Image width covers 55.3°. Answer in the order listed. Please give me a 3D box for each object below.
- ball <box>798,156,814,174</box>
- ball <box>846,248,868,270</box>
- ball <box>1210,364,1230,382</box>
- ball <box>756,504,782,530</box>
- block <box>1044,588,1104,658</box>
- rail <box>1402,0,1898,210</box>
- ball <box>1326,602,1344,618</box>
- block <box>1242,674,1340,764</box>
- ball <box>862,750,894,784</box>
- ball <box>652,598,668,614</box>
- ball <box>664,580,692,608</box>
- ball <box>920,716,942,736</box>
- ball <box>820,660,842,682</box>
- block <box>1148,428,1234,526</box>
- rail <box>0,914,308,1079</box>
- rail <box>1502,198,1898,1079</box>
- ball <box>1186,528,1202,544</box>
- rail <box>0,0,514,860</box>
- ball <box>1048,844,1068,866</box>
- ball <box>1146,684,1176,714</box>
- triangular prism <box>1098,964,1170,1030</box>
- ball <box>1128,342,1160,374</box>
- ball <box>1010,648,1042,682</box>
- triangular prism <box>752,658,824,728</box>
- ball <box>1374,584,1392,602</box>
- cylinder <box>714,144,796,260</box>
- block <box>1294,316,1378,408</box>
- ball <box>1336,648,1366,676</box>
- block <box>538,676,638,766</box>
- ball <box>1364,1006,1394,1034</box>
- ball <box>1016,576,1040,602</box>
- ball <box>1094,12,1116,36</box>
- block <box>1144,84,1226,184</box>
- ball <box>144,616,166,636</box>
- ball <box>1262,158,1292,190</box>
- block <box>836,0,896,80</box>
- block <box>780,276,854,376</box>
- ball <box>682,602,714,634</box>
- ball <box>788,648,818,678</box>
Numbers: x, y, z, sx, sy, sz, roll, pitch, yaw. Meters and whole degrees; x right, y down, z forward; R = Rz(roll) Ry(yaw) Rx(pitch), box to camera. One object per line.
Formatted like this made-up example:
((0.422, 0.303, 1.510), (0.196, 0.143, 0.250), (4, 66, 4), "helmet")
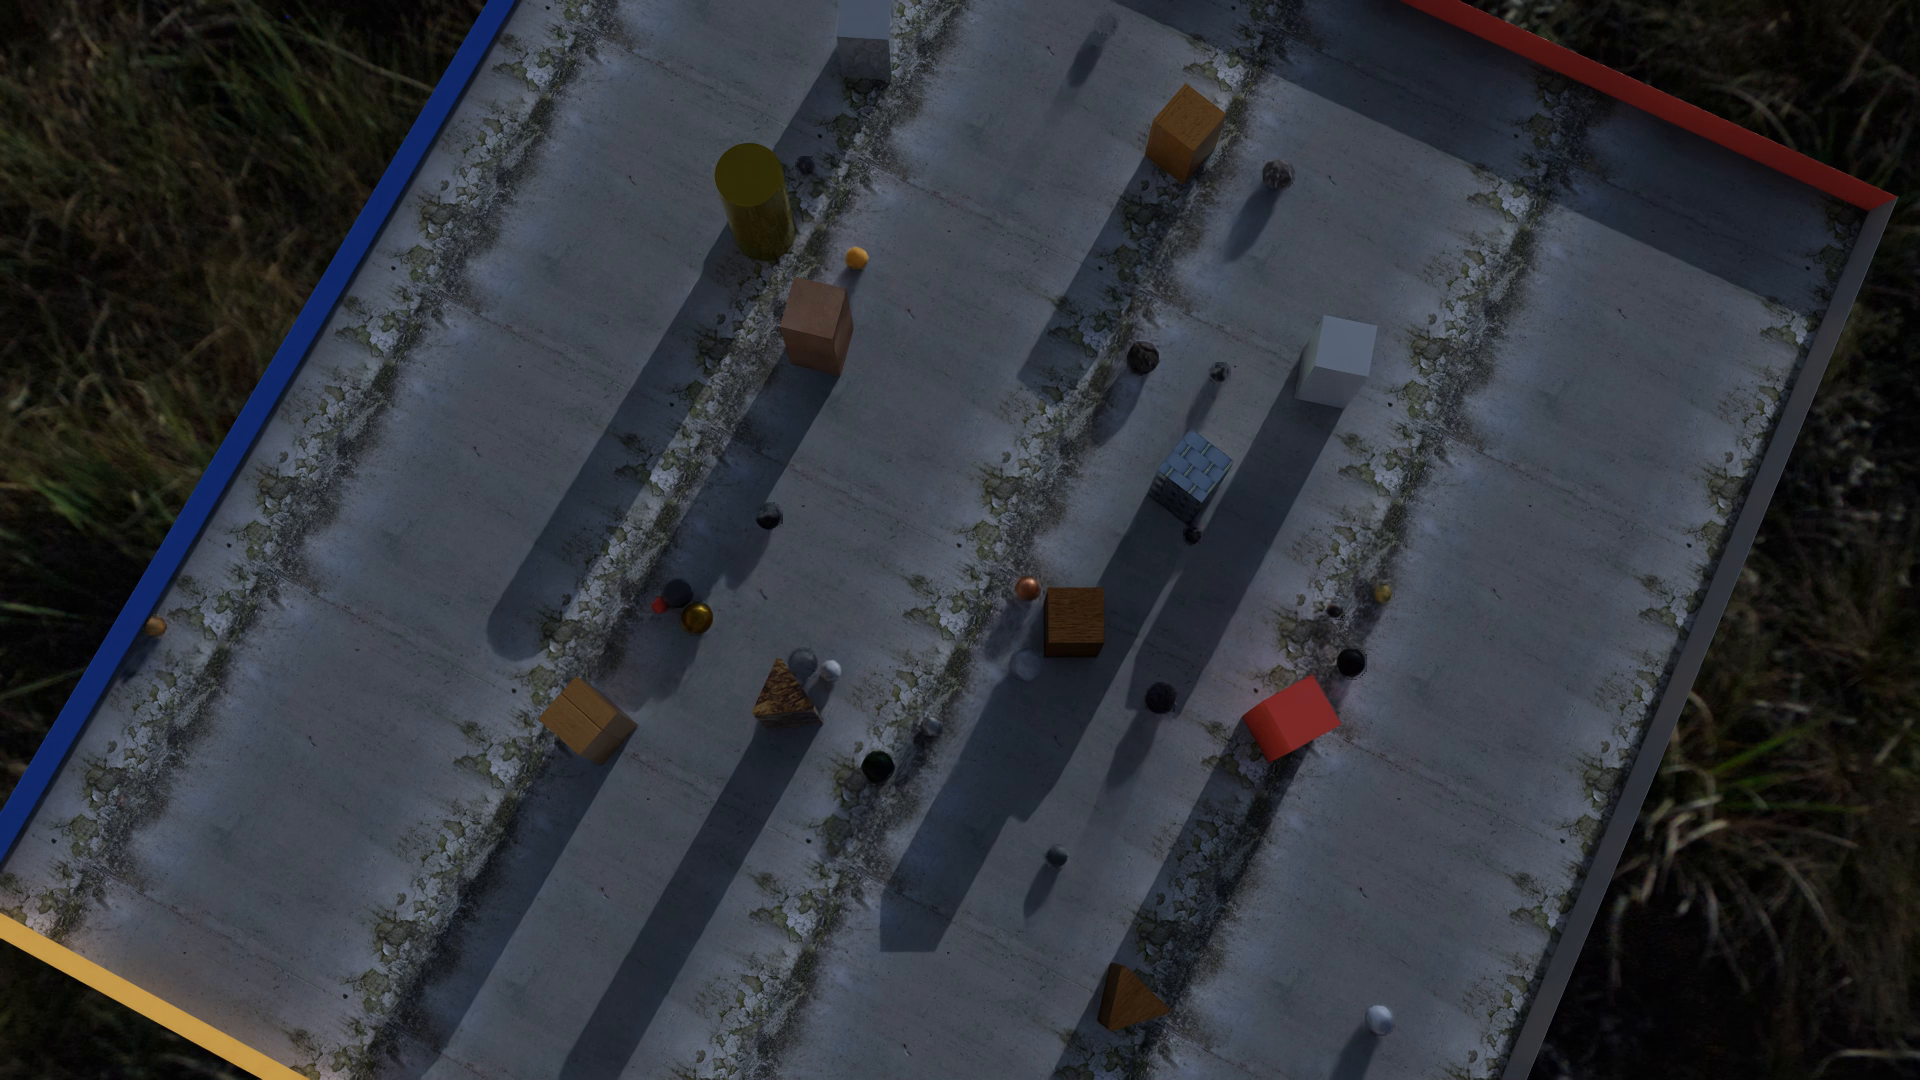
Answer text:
((-0.489, -1.192, 5.835), (0.055, 0.055, 0.055), (0, 78, 0), "ball")
((-0.322, -0.885, 5.765), (0.068, 0.068, 0.068), (0, 78, 0), "ball")
((0.807, -0.520, 5.694), (0.060, 0.060, 0.060), (0, 78, 0), "ball")
((-0.584, -0.071, 5.592), (0.077, 0.077, 0.077), (0, 78, 0), "ball")
((0.334, 0.246, 5.409), (0.160, 0.306, 0.160), (0, 78, 0), "block")
((1.008, -1.966, 5.956), (4.256, 0.130, 0.045), (26, 80, 5), "rail")
((1.135, 0.211, 5.547), (0.050, 0.050, 0.050), (0, 78, 0), "ball")
((0.955, 0.521, 5.306), (0.160, 0.397, 0.160), (-28, 80, -5), "block")
((-0.243, 0.673, 5.427), (0.098, 0.098, 0.098), (0, 78, 0), "ball")
((-0.909, 0.200, 5.550), (0.050, 0.050, 0.050), (0, 78, 0), "ball")
((-0.853, 0.163, 5.539), (0.086, 0.086, 0.086), (0, 78, 0), "ball")
((-0.086, 0.554, 5.470), (0.063, 0.063, 0.063), (0, 78, 0), "ball")
((-0.389, 0.393, 5.502), (0.066, 0.066, 0.066), (0, 78, 0), "ball")
((0.688, -0.185, 5.492), (0.160, 0.320, 0.160), (38, 81, 7), "block")
((-1.008, 1.980, 5.139), (4.256, 0.130, 0.045), (26, 80, 5), "rail")
((1.882, 0.928, 5.357), (0.045, 0.130, 4.553), (26, 80, 5), "rail")
((0.712, -0.014, 5.595), (0.049, 0.049, 0.049), (0, 78, 0), "ball")
((-1.882, -0.915, 5.739), (0.045, 0.130, 4.553), (26, 80, 5), "rail")
((0.288, 0.928, 5.393), (0.061, 0.061, 0.061), (0, 78, 0), "ball")
((0.599, 0.475, 5.473), (0.089, 0.089, 0.089), (0, 78, 0), "ball")
((0.464, 1.267, 5.152), (0.173, 0.396, 0.150), (-16, 79, -3), "triangular prism")
((0.568, -0.566, 5.683), (0.099, 0.099, 0.099), (0, 78, 0), "ball")
((0.198, 0.373, 5.488), (0.100, 0.100, 0.100), (0, 78, 0), "ball")
((-0.502, 0.444, 5.324), (0.173, 0.392, 0.150), (-6, 78, -1), "triangular prism")
((1.282, 0.163, 5.556), (0.054, 0.054, 0.054), (0, 78, 0), "ball")
((-0.621, -1.027, 5.600), (0.200, 0.449, 0.200), (0, 78, 0), "cylinder")
((1.135, -0.536, 5.554), (0.160, 0.341, 0.160), (12, 79, 2), "block")
((1.173, 0.368, 5.497), (0.085, 0.085, 0.085), (0, 78, 0), "ball")
((-1.078, 0.529, 5.334), (0.160, 0.340, 0.160), (40, 81, 8), "block")
((1.210, 1.383, 5.290), (0.080, 0.080, 0.080), (0, 78, 0), "ball")
((0.206, 0.148, 5.547), (0.077, 0.077, 0.077), (0, 78, 0), "ball")
((0.471, -1.669, 5.926), (0.072, 0.072, 0.072), (0, 78, 0), "ball")
((0.704, -1.270, 5.746), (0.160, 0.262, 0.160), (39, 81, 7), "block")
((-2.429, 0.261, 5.531), (0.061, 0.061, 0.061), (0, 78, 0), "ball")
((1.006, -1.161, 5.808), (0.096, 0.096, 0.096), (0, 78, 0), "ball")
((-0.295, -1.598, 5.806), (0.160, 0.277, 0.160), (4, 78, 1), "block")
((-0.431, -0.644, 5.561), (0.160, 0.371, 0.160), (14, 79, 3), "block")
((-0.791, 0.234, 5.520), (0.095, 0.095, 0.095), (0, 78, 0), "ball")
((-0.472, 0.371, 5.494), (0.089, 0.089, 0.089), (0, 78, 0), "ball")
